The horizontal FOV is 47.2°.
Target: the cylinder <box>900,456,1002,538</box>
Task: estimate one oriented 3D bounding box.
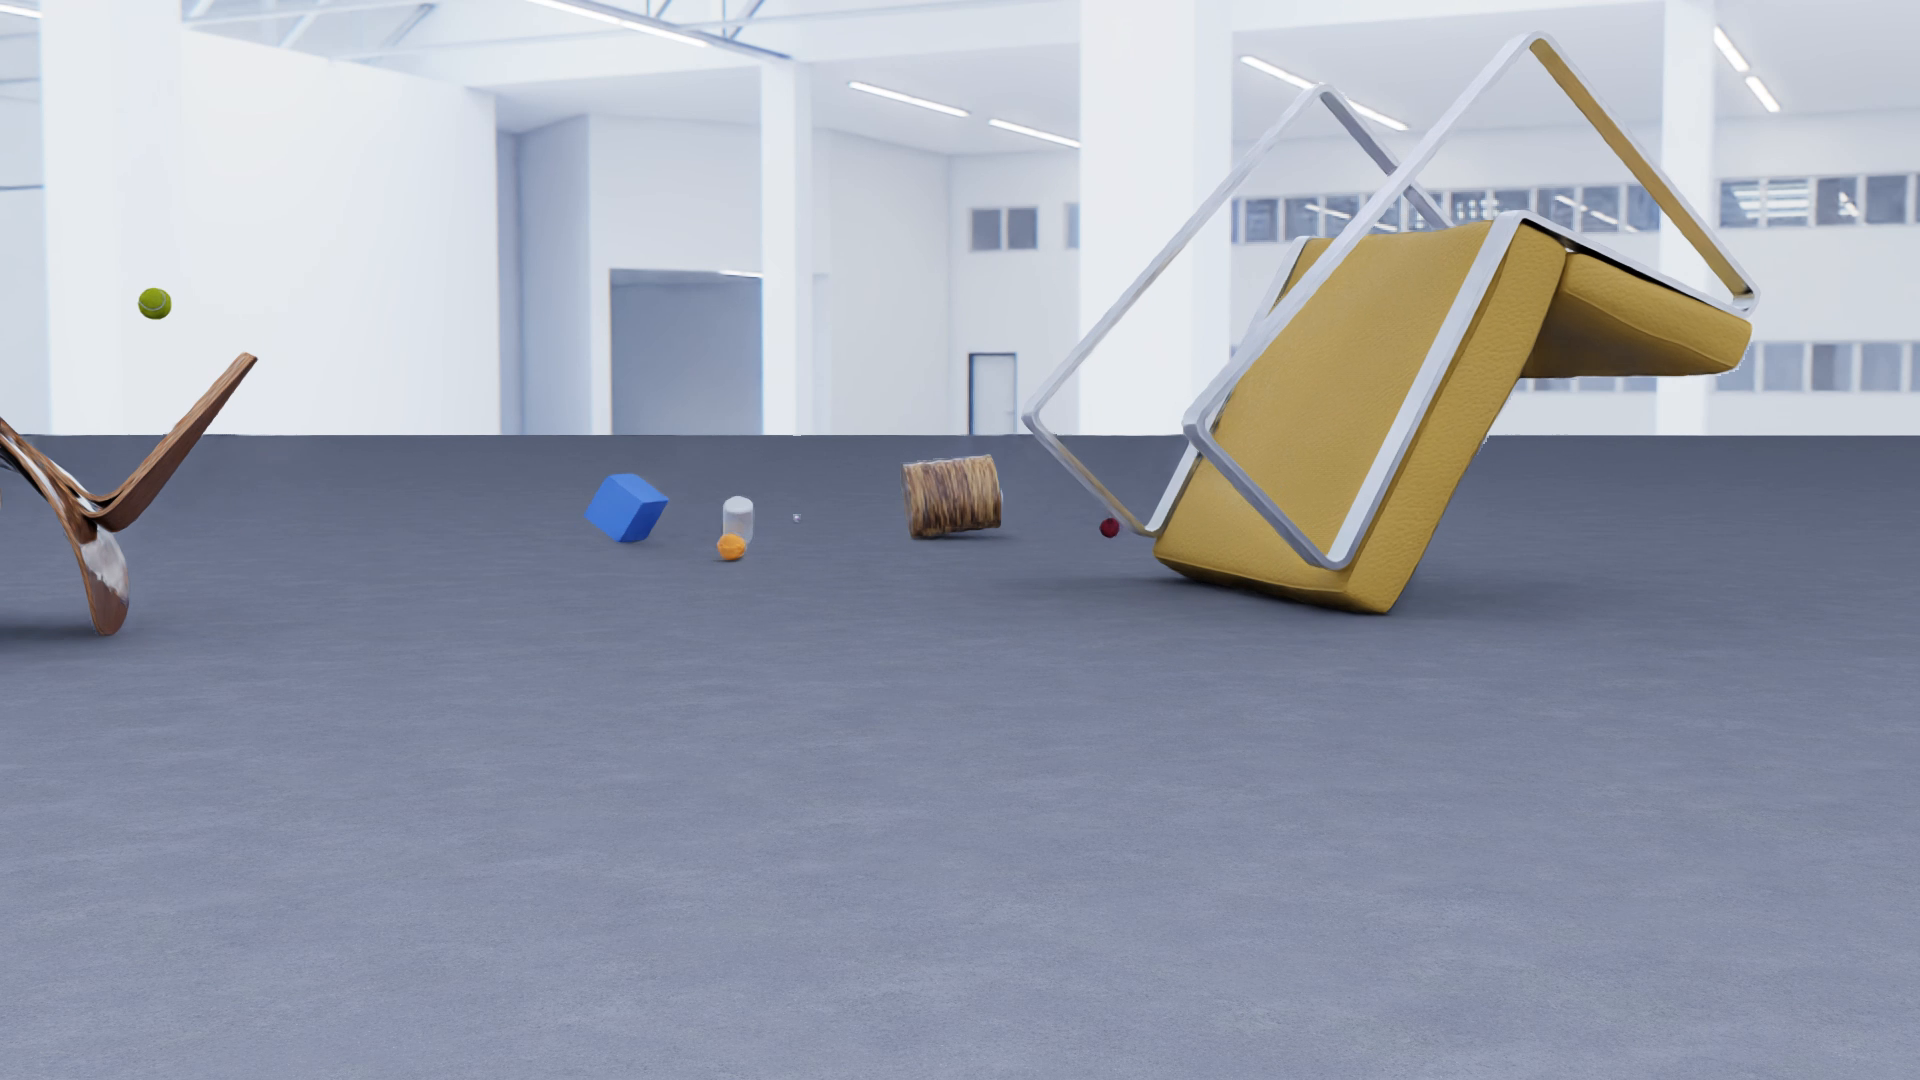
[{"bbox_3d":[-0.028,-0.133,6.670,0.270,0.237,0.202,-7,-40,-7],"label":"cylinder"}]

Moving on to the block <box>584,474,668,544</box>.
[{"bbox_3d":[-0.983,-0.095,6.487,0.138,0.145,0.172,36,14,14],"label":"block"}]

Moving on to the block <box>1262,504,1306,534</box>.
[{"bbox_3d":[1.025,-0.067,6.935,0.117,0.081,0.160,1,4,16],"label":"block"}]
